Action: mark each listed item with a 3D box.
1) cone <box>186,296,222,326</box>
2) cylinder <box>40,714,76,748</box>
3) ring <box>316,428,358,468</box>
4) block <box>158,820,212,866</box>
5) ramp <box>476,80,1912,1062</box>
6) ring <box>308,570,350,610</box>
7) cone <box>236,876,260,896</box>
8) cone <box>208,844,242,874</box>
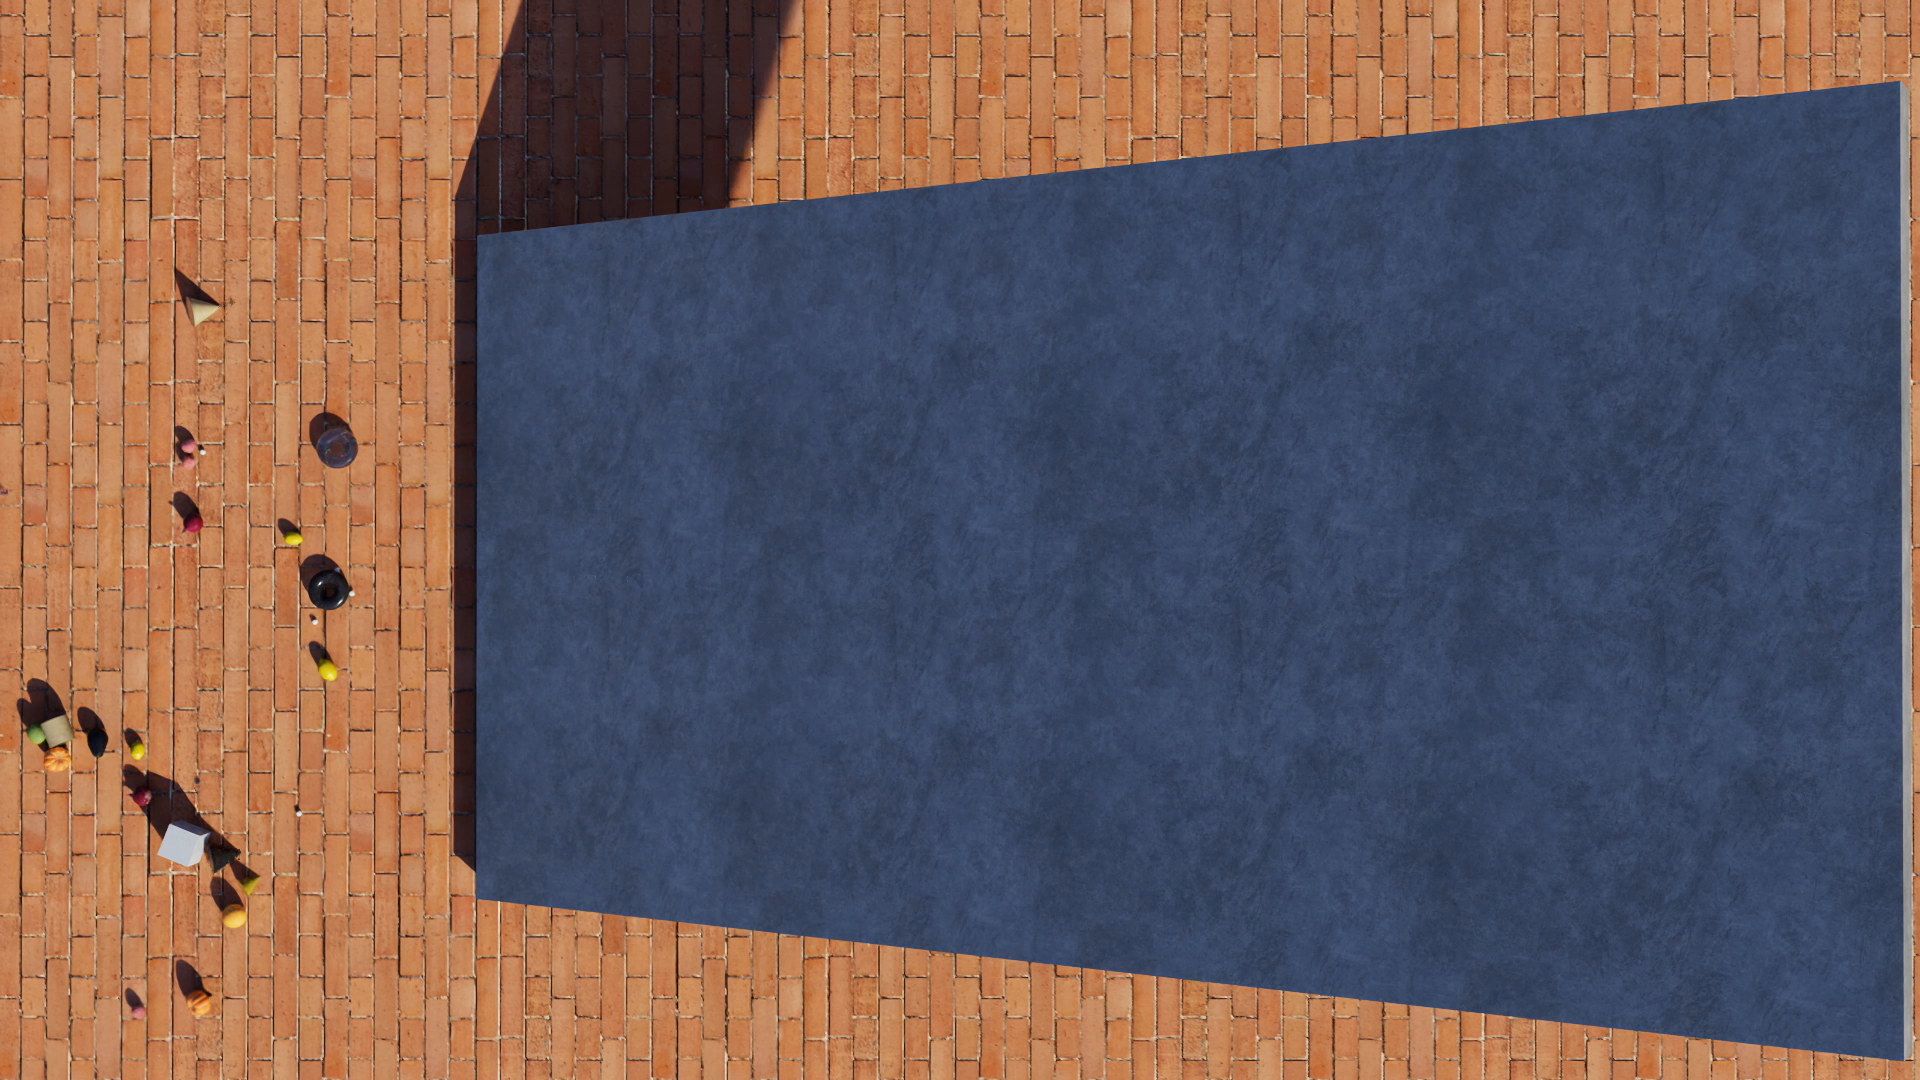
[{"bbox_3d":[-2.295,-0.703,6.697,0.096,0.096,0.096,-15,89,-27],"label":"cone"},{"bbox_3d":[-2.735,0.580,6.668,0.080,0.080,0.080,-23,90,0],"label":"cylinder"},{"bbox_3d":[-1.895,-0.279,6.694,0.126,0.042,0.126,0,90,-1],"label":"ring"},{"bbox_3d":[-2.347,0.917,6.655,0.099,0.099,0.099,22,90,0],"label":"block"},{"bbox_3d":[0.259,0.071,5.598,4.000,0.100,2.000,0,89,32],"label":"ramp"},{"bbox_3d":[-1.921,0.152,6.691,0.125,0.042,0.125,0,90,-1],"label":"ring"},{"bbox_3d":[-2.155,1.040,6.689,0.064,0.064,0.064,-38,90,-30],"label":"cone"},{"bbox_3d":[-2.229,0.961,6.683,0.093,0.093,0.093,-10,89,-27],"label":"cone"}]
